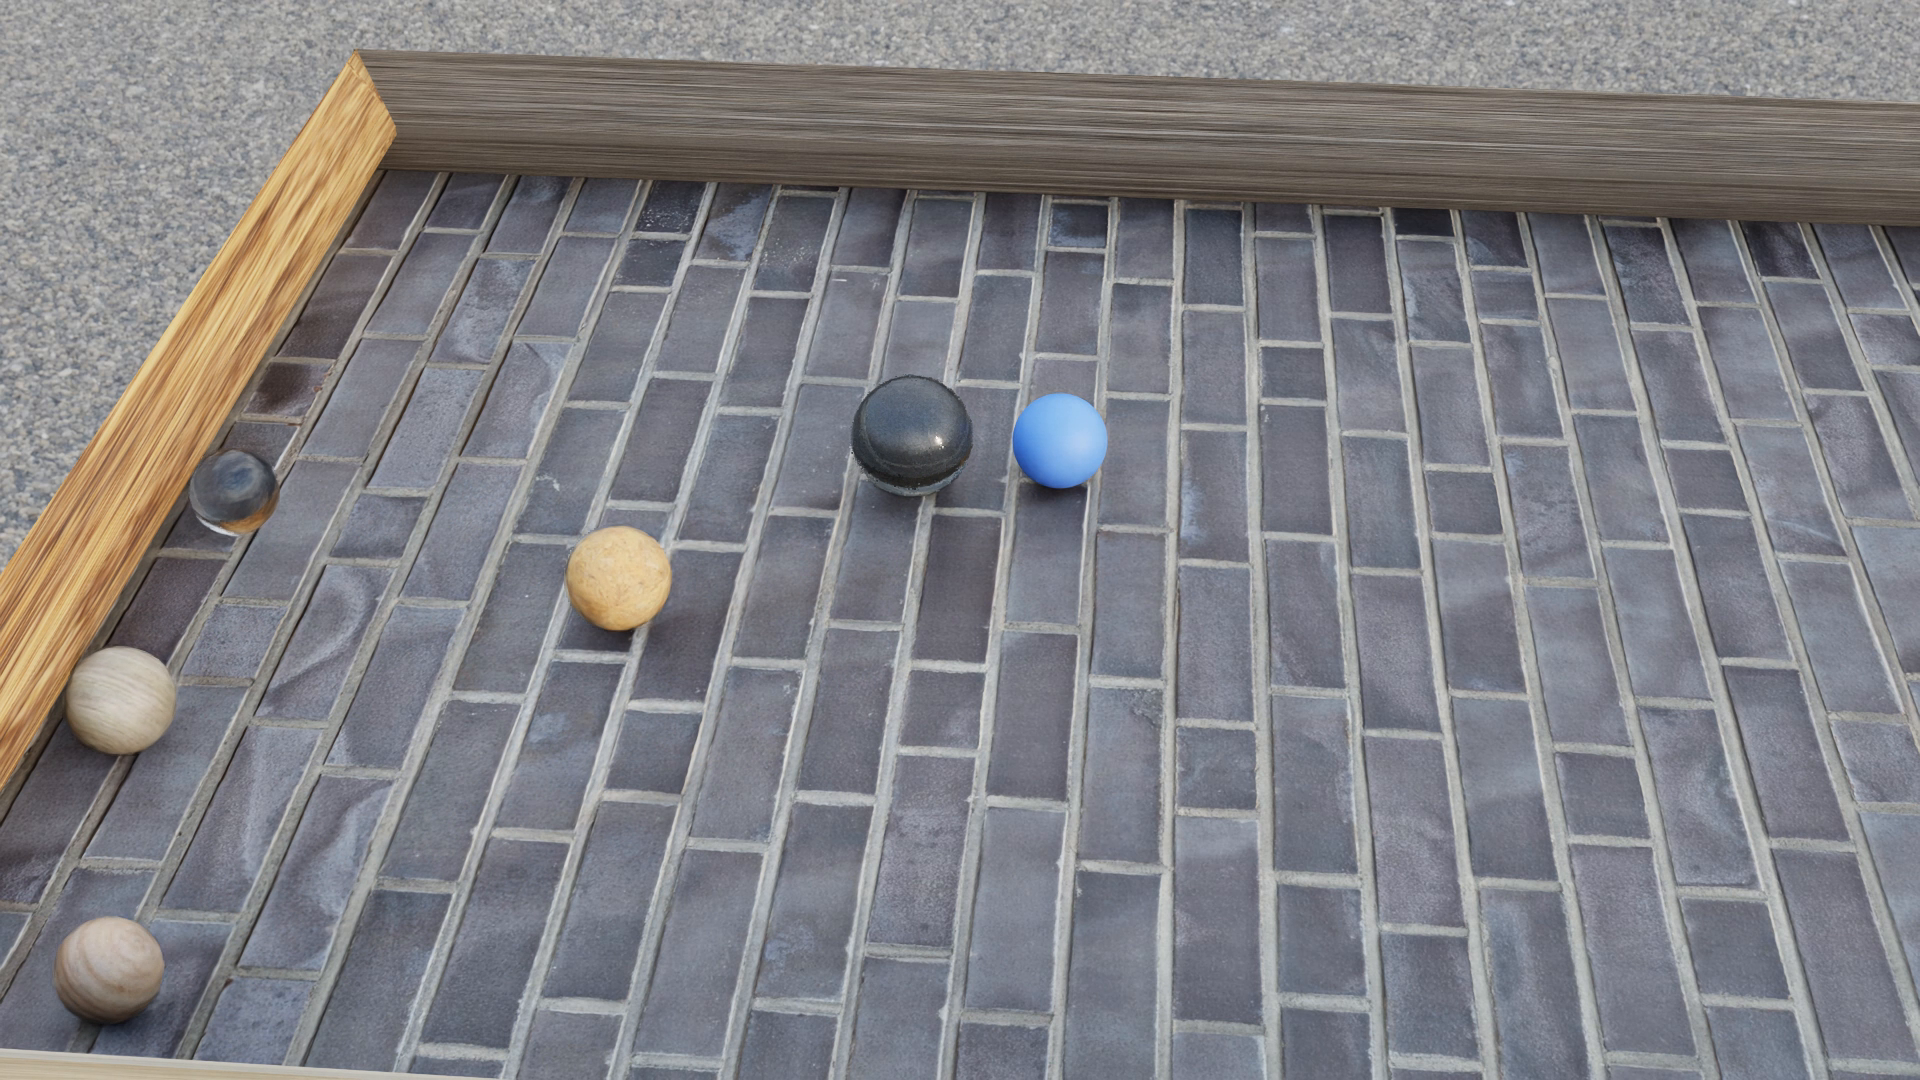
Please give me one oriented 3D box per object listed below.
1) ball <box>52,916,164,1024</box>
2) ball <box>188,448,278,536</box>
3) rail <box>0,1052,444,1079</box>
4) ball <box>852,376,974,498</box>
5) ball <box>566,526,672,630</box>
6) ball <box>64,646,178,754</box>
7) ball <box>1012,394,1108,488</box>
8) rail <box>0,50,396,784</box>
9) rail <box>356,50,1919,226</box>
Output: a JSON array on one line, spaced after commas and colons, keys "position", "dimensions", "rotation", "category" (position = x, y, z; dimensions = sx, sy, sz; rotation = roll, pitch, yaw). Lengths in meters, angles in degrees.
[{"position": [-0.527, 0.266, 1.588], "dimensions": [0.066, 0.066, 0.066], "rotation": [0, 34, 0], "category": "ball"}, {"position": [-0.574, -0.038, 2.028], "dimensions": [0.069, 0.069, 0.069], "rotation": [0, 34, 0], "category": "ball"}, {"position": [0.593, 0.371, 1.379], "dimensions": [2.591, 0.128, 0.045], "rotation": [3, 35, 4], "category": "rail"}, {"position": [-0.039, -0.084, 2.068], "dimensions": [0.098, 0.098, 0.098], "rotation": [0, 34, 0], "category": "ball"}, {"position": [-0.255, 0.029, 1.922], "dimensions": [0.079, 0.079, 0.079], "rotation": [0, 34, 0], "category": "ball"}, {"position": [-0.589, 0.113, 1.802], "dimensions": [0.076, 0.076, 0.076], "rotation": [0, 34, 0], "category": "ball"}, {"position": [0.081, -0.080, 2.082], "dimensions": [0.078, 0.078, 0.078], "rotation": [0, 34, 0], "category": "ball"}, {"position": [-0.622, -0.050, 1.992], "dimensions": [0.045, 0.128, 1.332], "rotation": [3, 35, 4], "category": "rail"}, {"position": [0.698, -0.354, 2.434], "dimensions": [2.591, 0.128, 0.045], "rotation": [3, 35, 4], "category": "rail"}]
